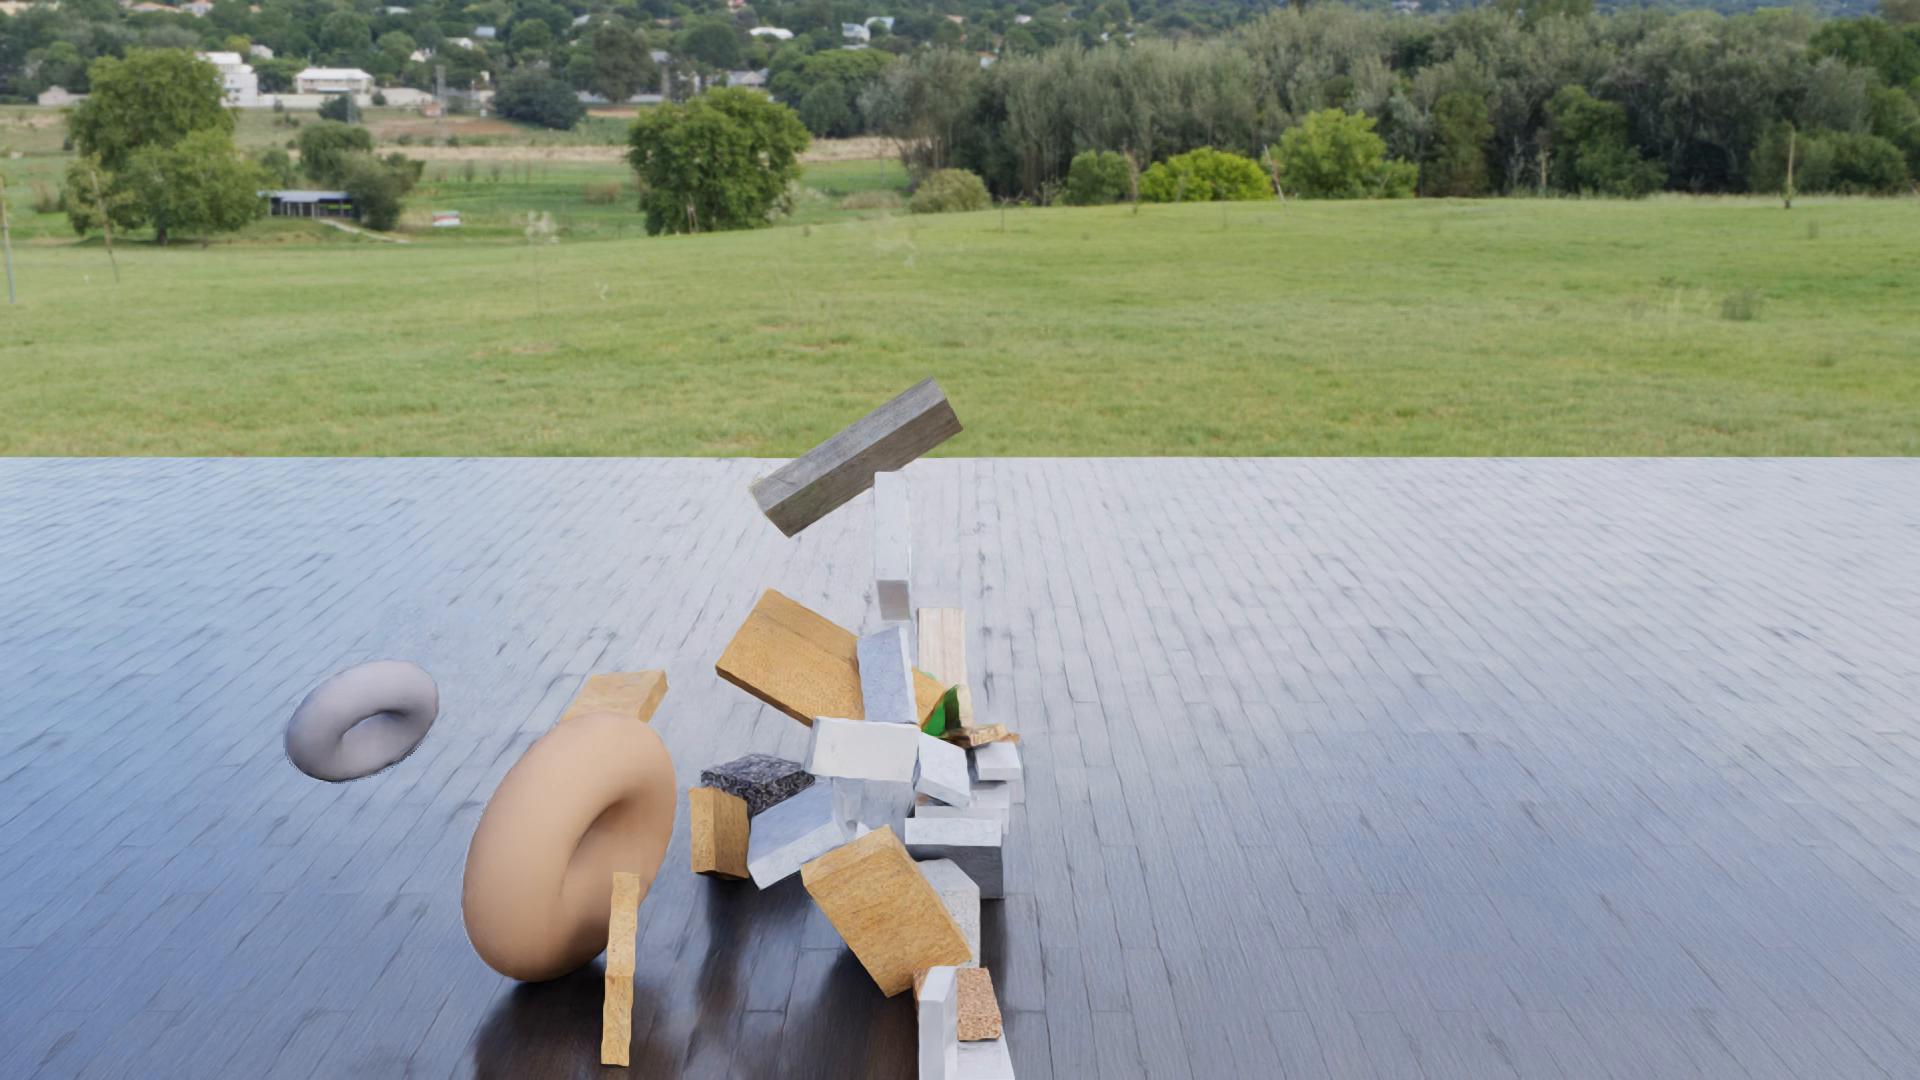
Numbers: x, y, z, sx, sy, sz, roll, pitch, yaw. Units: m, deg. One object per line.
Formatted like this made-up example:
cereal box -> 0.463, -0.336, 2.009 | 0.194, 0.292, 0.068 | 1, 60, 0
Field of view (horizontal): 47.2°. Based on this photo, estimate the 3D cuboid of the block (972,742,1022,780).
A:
block -> 0.059, 0.360, 3.595 | 0.069, 0.020, 0.138 | 0, 12, -4

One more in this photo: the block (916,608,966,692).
block -> -0.034, 0.272, 4.066 | 0.088, 0.290, 0.025 | 3, -13, -15

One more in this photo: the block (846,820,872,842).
block -> -0.149, 0.515, 3.463 | 0.139, 0.040, 0.279 | -5, -31, 31

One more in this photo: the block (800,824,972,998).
block -> -0.103, 0.535, 3.150 | 0.139, 0.279, 0.040 | -26, 38, 5

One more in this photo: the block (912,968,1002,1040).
block -> -0.006, 0.651, 3.094 | 0.109, 0.031, 0.218 | -1, 7, -4

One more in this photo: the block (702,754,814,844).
block -> -0.357, 0.474, 3.909 | 0.141, 0.141, 0.141 | 8, 13, 36

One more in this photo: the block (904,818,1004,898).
block -> -0.005, 0.512, 3.521 | 0.148, 0.042, 0.297 | 1, -25, 3

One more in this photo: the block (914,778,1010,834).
block -> 0.004, 0.409, 3.602 | 0.149, 0.042, 0.297 | 1, 12, 0

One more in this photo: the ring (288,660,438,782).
ring -> -0.937, 0.284, 3.453 | 0.248, 0.248, 0.083 | -10, 53, -43

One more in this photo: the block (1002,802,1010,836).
block -> 0.006, 0.480, 3.782 | 0.149, 0.042, 0.298 | 1, -11, -1

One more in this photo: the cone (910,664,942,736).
cone -> -0.076, 0.270, 3.907 | 0.168, 0.168, 0.168 | 4, 15, 22

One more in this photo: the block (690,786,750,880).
block -> -0.394, 0.485, 3.618 | 0.037, 0.132, 0.265 | -4, -12, 6

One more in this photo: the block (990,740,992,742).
block -> 0.039, 0.360, 3.840 | 0.050, 0.014, 0.101 | 11, -10, -15

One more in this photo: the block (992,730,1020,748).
block -> 0.035, 0.347, 3.952 | 0.088, 0.025, 0.176 | 11, -3, -17

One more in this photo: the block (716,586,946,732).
block -> -0.219, 0.239, 3.742 | 0.355, 0.168, 0.048 | 29, -23, 10

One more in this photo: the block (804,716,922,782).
block -> -0.149, 0.323, 3.388 | 0.172, 0.086, 0.024 | 8, 7, -27

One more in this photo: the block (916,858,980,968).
block -> -0.060, 0.580, 3.338 | 0.141, 0.141, 0.141 | -4, 11, -19

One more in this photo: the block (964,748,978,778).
block -> 0.028, 0.366, 3.660 | 0.069, 0.020, 0.138 | 1, 12, 0

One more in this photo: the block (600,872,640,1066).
block -> -0.483, 0.605, 3.131 | 0.037, 0.132, 0.334 | 3, 15, -8

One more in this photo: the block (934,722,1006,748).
block -> 0.014, 0.327, 3.666 | 0.069, 0.020, 0.138 | -17, 2, -29

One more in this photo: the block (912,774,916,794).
block -> -0.009, 0.424, 3.941 | 0.149, 0.042, 0.298 | 1, -11, 0

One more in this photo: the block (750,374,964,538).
block -> -0.163, -0.131, 3.520 | 0.337, 0.048, 0.168 | -32, -17, 1

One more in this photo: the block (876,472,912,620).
block -> -0.105, 0.015, 3.483 | 0.048, 0.168, 0.337 | -1, -13, -1

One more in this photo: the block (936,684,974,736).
block -> -0.024, 0.327, 3.892 | 0.025, 0.088, 0.176 | 5, -26, -23

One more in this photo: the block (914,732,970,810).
block -> -0.031, 0.366, 3.514 | 0.086, 0.024, 0.172 | 23, 17, -11

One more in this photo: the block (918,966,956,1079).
block -> -0.027, 0.646, 2.697 | 0.031, 0.218, 0.109 | 1, 11, 8

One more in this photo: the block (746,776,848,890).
block -> -0.239, 0.428, 3.236 | 0.140, 0.040, 0.279 | -28, 8, 0

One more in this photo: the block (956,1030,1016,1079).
block -> 0.010, 0.704, 2.973 | 0.109, 0.031, 0.218 | -1, 11, -5

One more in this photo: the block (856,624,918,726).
block -> -0.122, 0.236, 3.683 | 0.086, 0.172, 0.024 | -20, -27, 24

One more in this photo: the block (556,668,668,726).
block -> -0.593, 0.290, 3.742 | 0.132, 0.037, 0.265 | -5, 18, 8

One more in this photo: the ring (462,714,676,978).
ring -> -0.577, 0.456, 3.280 | 0.141, 0.423, 0.423 | 22, 18, 22
